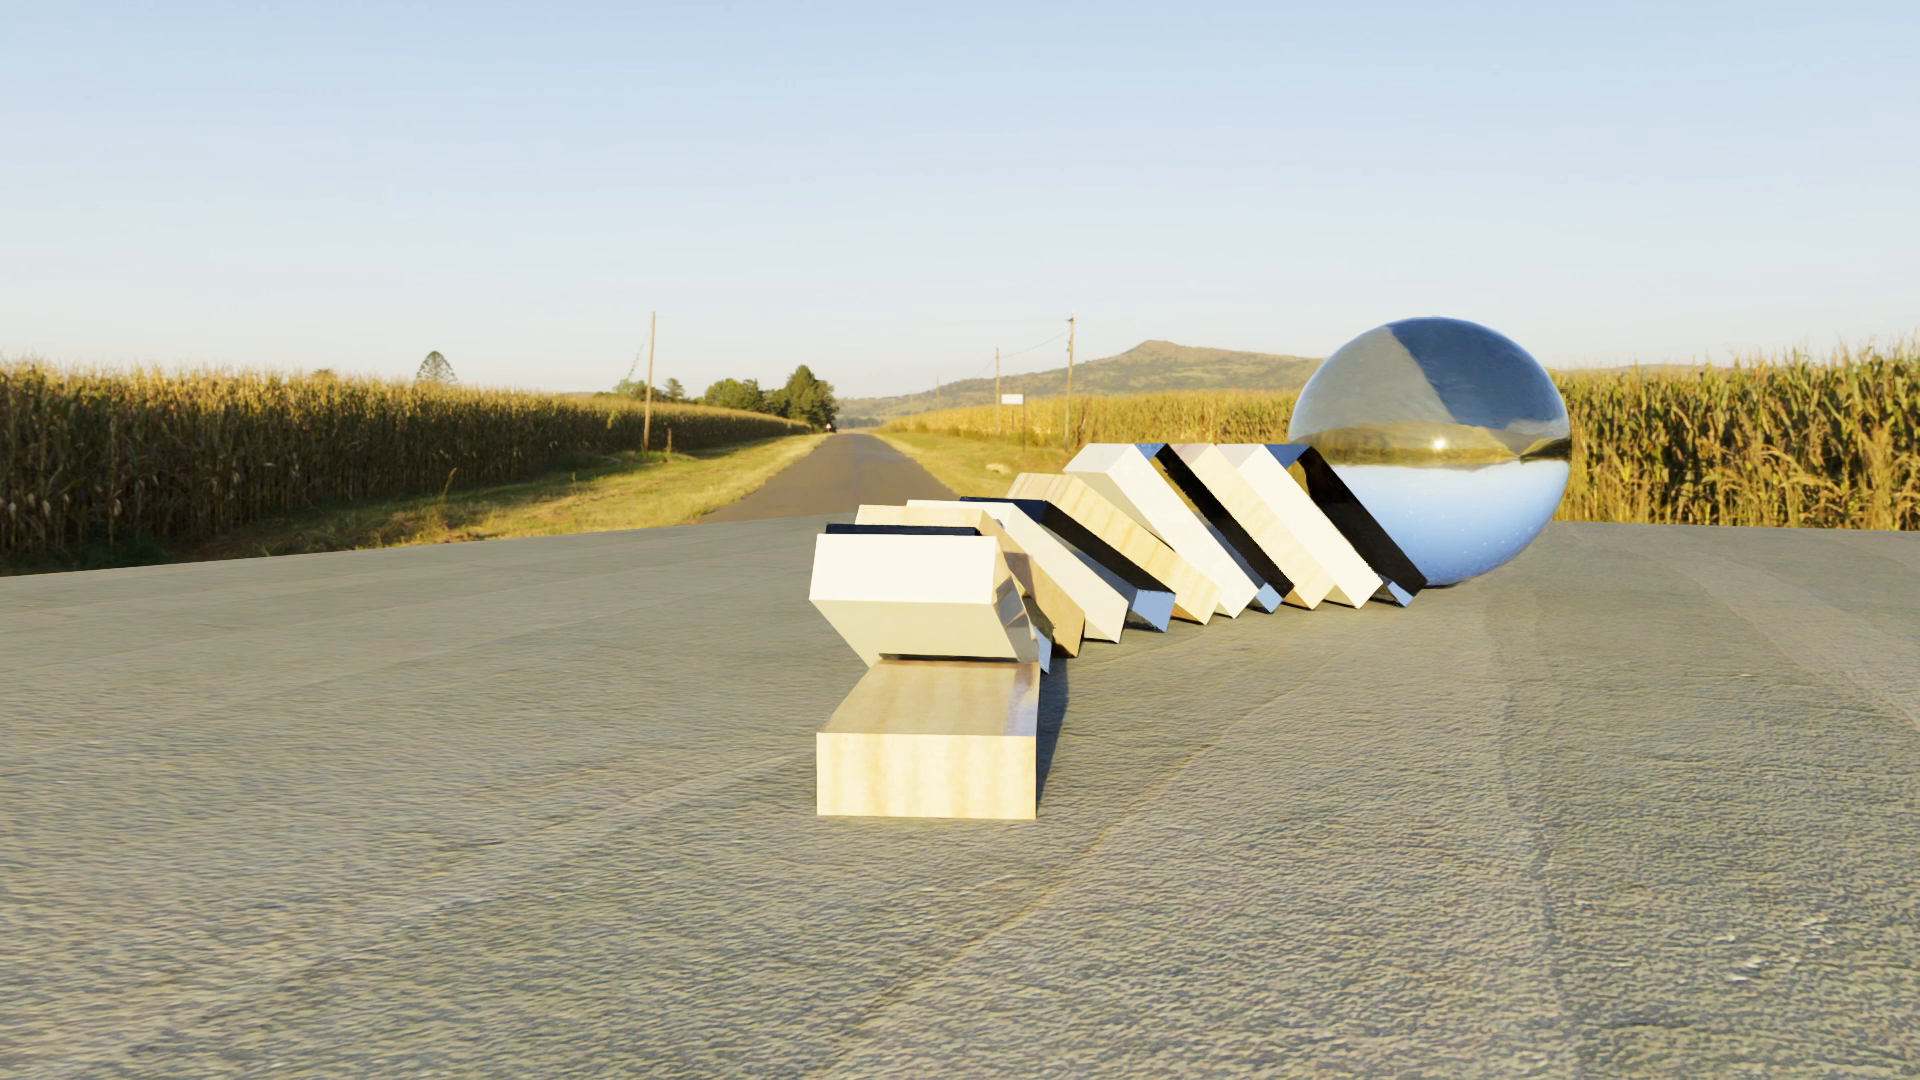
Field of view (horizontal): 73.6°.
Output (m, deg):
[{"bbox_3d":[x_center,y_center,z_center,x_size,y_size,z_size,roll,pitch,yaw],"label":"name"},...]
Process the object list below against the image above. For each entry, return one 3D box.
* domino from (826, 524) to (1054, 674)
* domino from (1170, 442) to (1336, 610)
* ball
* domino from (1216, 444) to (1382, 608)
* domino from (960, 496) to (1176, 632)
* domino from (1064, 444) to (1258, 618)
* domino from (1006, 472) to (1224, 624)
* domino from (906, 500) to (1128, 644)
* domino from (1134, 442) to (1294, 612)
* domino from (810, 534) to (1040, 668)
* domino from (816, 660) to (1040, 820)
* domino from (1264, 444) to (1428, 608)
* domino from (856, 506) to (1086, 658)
[{"bbox_3d":[-0.002,0.011,0.221,0.025,0.009,0.050,2,-21,20],"label":"domino"},{"bbox_3d":[0.073,-0.004,0.334,0.010,0.050,0.025,-46,12,-7],"label":"domino"},{"bbox_3d":[0.138,-0.026,0.381,0.080,0.080,0.080,0,4,0],"label":"ball"},{"bbox_3d":[0.086,-0.004,0.338,0.010,0.050,0.025,-46,13,-7],"label":"domino"},{"bbox_3d":[0.023,0.006,0.284,0.025,0.009,0.050,4,-21,45],"label":"domino"},{"bbox_3d":[0.050,-0.003,0.318,0.010,0.050,0.025,-46,17,-11],"label":"domino"},{"bbox_3d":[0.036,0.002,0.304,0.050,0.010,0.025,35,-12,-24],"label":"domino"},{"bbox_3d":[0.012,0.007,0.264,0.025,0.010,0.050,3,-22,37],"label":"domino"},{"bbox_3d":[0.061,-0.003,0.328,0.009,0.050,0.025,-46,12,-7],"label":"domino"},{"bbox_3d":[-0.003,0.013,0.196,0.025,0.009,0.050,1,-21,11],"label":"domino"},{"bbox_3d":[-0.002,0.025,0.171,0.025,0.010,0.050,0,4,4],"label":"domino"},{"bbox_3d":[0.099,-0.004,0.341,0.009,0.050,0.025,-46,13,-7],"label":"domino"},{"bbox_3d":[0.003,0.009,0.243,0.025,0.009,0.050,2,-23,29],"label":"domino"}]
